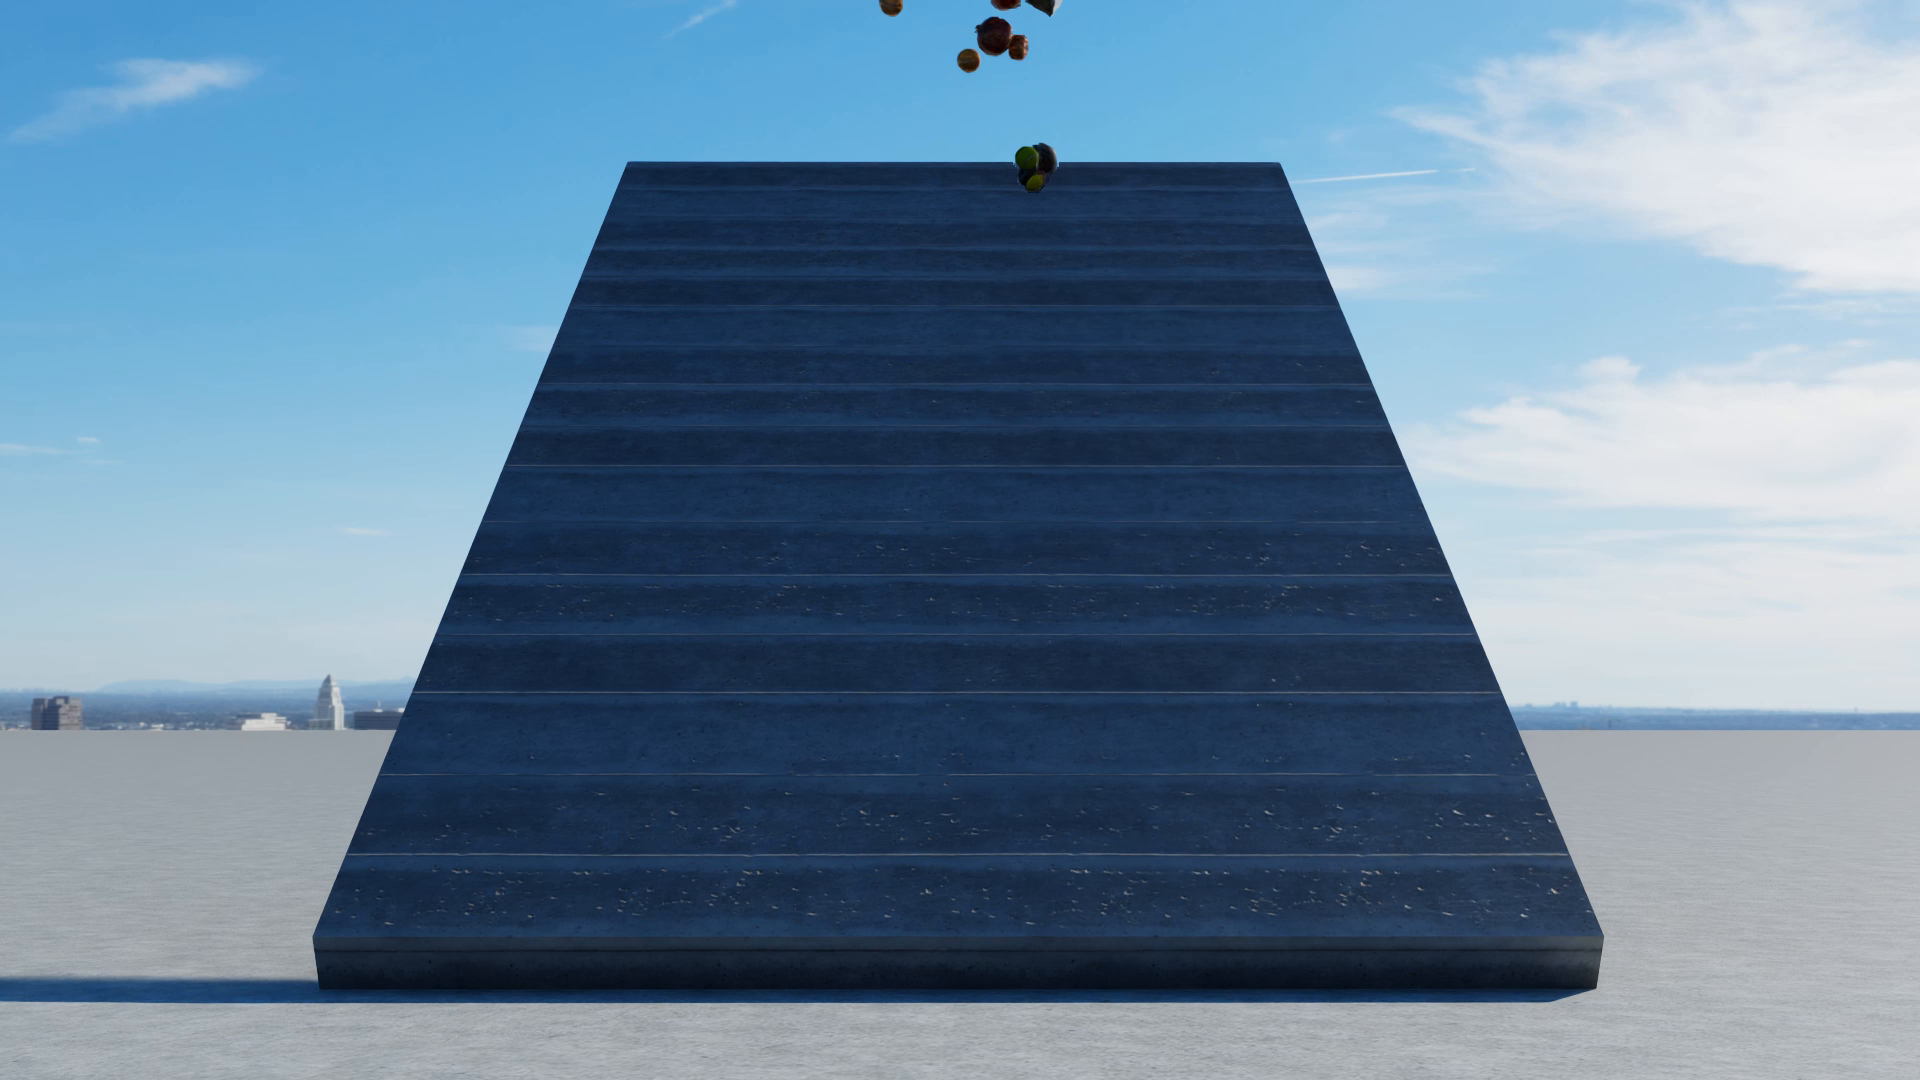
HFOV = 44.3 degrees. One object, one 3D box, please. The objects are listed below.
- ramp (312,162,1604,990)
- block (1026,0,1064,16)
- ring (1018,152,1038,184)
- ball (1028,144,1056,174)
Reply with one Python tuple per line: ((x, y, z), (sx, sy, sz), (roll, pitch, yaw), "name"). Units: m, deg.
((-0.010, -0.228, 5.469), (2.000, 0.100, 4.000), (0, 26, 0), "ramp")
((0.264, -1.641, 7.036), (0.093, 0.093, 0.093), (32, -23, 7), "block")
((0.204, -1.106, 7.024), (0.034, 0.102, 0.102), (15, -9, -18), "ring")
((0.246, -1.149, 7.114), (0.093, 0.093, 0.093), (0, -4, 0), "ball")
